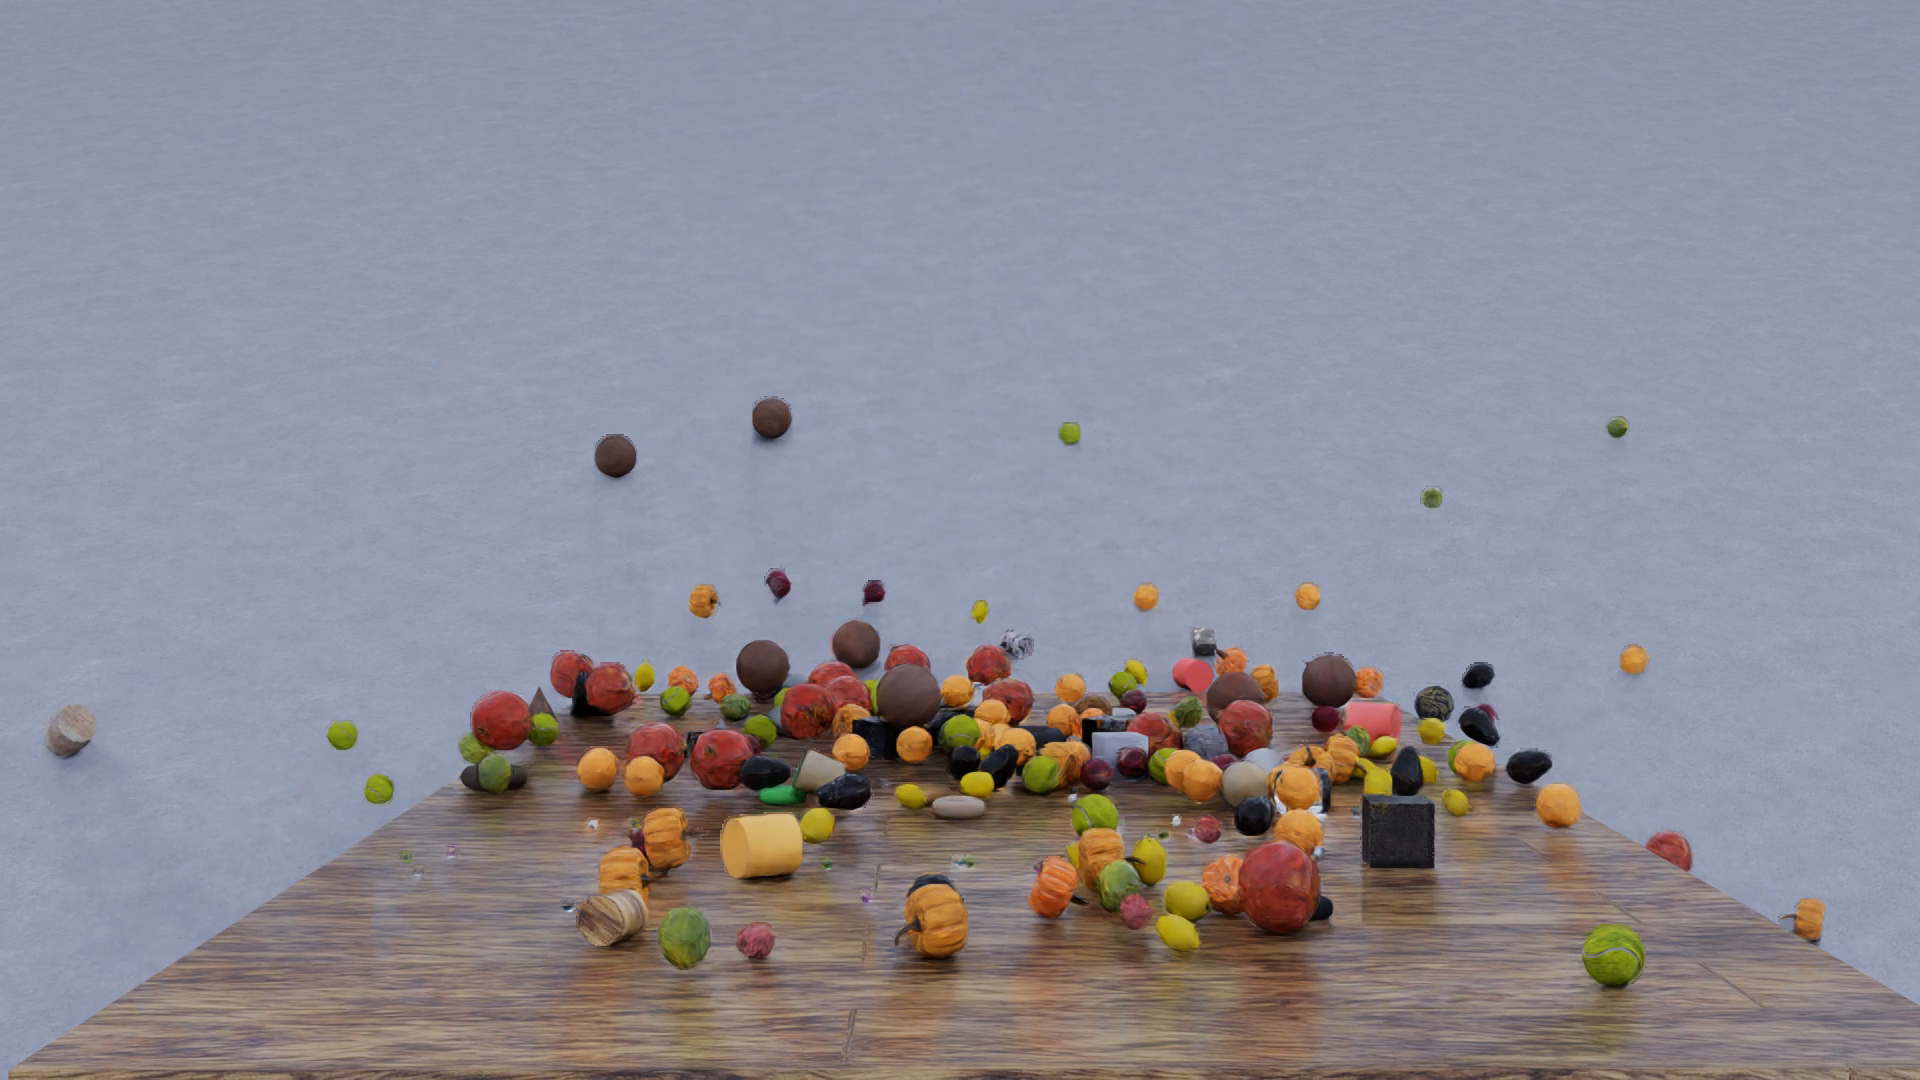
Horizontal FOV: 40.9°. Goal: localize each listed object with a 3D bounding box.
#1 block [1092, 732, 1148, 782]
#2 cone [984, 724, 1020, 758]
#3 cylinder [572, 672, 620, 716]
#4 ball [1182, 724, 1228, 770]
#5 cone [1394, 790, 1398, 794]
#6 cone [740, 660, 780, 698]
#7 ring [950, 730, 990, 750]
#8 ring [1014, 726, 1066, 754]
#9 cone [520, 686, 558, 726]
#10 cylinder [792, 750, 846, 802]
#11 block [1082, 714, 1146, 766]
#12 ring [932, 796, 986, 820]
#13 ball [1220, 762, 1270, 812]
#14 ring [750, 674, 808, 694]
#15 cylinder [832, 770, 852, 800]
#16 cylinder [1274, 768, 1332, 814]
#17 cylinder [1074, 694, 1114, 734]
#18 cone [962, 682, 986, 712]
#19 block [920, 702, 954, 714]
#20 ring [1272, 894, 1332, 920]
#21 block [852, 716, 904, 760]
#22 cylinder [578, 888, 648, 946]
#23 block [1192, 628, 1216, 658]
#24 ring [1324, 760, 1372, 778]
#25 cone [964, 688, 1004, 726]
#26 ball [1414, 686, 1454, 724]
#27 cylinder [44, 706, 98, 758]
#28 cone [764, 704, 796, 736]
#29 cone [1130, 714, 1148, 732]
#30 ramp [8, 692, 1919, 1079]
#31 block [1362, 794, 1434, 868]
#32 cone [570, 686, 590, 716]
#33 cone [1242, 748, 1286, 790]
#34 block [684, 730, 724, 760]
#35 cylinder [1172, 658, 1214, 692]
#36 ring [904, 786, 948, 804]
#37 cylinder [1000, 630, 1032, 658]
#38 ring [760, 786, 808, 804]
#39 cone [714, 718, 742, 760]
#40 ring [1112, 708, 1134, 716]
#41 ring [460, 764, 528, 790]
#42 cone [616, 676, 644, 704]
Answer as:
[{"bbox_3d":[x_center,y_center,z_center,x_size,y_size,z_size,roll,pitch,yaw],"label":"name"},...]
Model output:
[{"bbox_3d":[0.299,0.405,4.823,0.083,0.083,0.083,-1,2,-14],"label":"block"},{"bbox_3d":[0.070,0.418,5.200,0.074,0.074,0.074,-26,-8,-44],"label":"cone"},{"bbox_3d":[-0.839,0.355,5.938,0.090,0.090,0.090,11,22,-13],"label":"cylinder"},{"bbox_3d":[0.470,0.396,4.932,0.087,0.087,0.087,0,24,0],"label":"ball"},{"bbox_3d":[0.714,0.438,4.225,0.058,0.058,0.058,0,2,0],"label":"cone"},{"bbox_3d":[-0.505,0.341,6.377,0.092,0.092,0.092,7,21,-22],"label":"cone"},{"bbox_3d":[0.033,0.413,5.309,0.109,0.036,0.109,-1,2,0],"label":"ring"},{"bbox_3d":[0.145,0.409,5.255,0.141,0.047,0.141,-1,3,0],"label":"ring"},{"bbox_3d":[-0.948,0.371,5.806,0.086,0.086,0.086,0,2,0],"label":"cone"},{"bbox_3d":[-0.244,0.409,4.469,0.072,0.072,0.072,22,25,-3],"label":"cylinder"},{"bbox_3d":[0.300,0.394,5.029,0.092,0.092,0.092,1,2,31],"label":"block"},{"bbox_3d":[-0.002,0.449,4.319,0.092,0.031,0.092,0,3,0],"label":"ring"},{"bbox_3d":[0.484,0.419,4.387,0.085,0.085,0.085,0,24,0],"label":"ball"},{"bbox_3d":[-0.458,0.365,6.514,0.149,0.050,0.149,-1,-2,0],"label":"ring"},{"bbox_3d":[-0.222,0.431,4.538,0.052,0.052,0.052,5,3,11],"label":"cylinder"},{"bbox_3d":[0.578,0.424,4.348,0.076,0.076,0.076,-1,24,-10],"label":"cylinder"},{"bbox_3d":[0.288,0.380,5.568,0.084,0.084,0.084,2,2,5],"label":"cylinder"},{"bbox_3d":[0.023,0.387,6.089,0.077,0.077,0.077,12,34,25],"label":"cone"},{"bbox_3d":[-0.050,0.389,5.622,0.062,0.062,0.062,-1,2,-15],"label":"block"},{"bbox_3d":[0.450,0.482,3.386,0.080,0.027,0.080,1,3,0],"label":"ring"},{"bbox_3d":[-0.164,0.397,5.159,0.077,0.077,0.077,1,2,29],"label":"block"},{"bbox_3d":[-0.432,0.470,3.210,0.063,0.063,0.063,11,6,23],"label":"cylinder"},{"bbox_3d":[0.655,0.274,6.918,0.054,0.054,0.054,-4,52,-3],"label":"block"},{"bbox_3d":[0.730,0.432,4.846,0.087,0.029,0.087,-1,3,0],"label":"ring"},{"bbox_3d":[0.052,0.394,5.787,0.089,0.089,0.089,1,29,2],"label":"cone"},{"bbox_3d":[1.095,0.381,5.951,0.090,0.090,0.090,0,24,0],"label":"ball"},{"bbox_3d":[-2.211,0.476,6.406,0.099,0.099,0.099,-36,-4,43],"label":"cylinder"},{"bbox_3d":[-0.373,0.406,5.557,0.074,0.074,0.074,-19,40,-35],"label":"cone"},{"bbox_3d":[0.361,0.412,5.413,0.065,0.065,0.065,2,29,5],"label":"cone"},{"bbox_3d":[0.056,0.506,4.550,2.000,0.100,4.000,0,2,0],"label":"ramp"},{"bbox_3d":[0.652,0.433,3.835,0.094,0.094,0.094,0,2,1],"label":"block"},{"bbox_3d":[-0.883,0.388,5.986,0.088,0.088,0.088,11,34,24],"label":"cone"},{"bbox_3d":[0.548,0.434,4.642,0.084,0.084,0.084,1,29,3],"label":"cone"},{"bbox_3d":[-0.507,0.408,5.112,0.053,0.053,0.053,1,-5,39],"label":"block"},{"bbox_3d":[0.608,0.351,6.723,0.082,0.082,0.082,-7,6,-16],"label":"cylinder"},{"bbox_3d":[-0.059,0.445,4.492,0.080,0.027,0.080,1,3,0],"label":"ring"},{"bbox_3d":[0.150,0.280,6.926,0.062,0.062,0.062,-20,30,-37],"label":"cylinder"},{"bbox_3d":[-0.308,0.444,4.497,0.083,0.028,0.083,-1,0,0],"label":"ring"},{"bbox_3d":[-0.478,0.395,5.170,0.082,0.082,0.082,0,2,0],"label":"cone"},{"bbox_3d":[0.325,0.395,5.683,0.132,0.044,0.132,-3,-1,0],"label":"ring"},{"bbox_3d":[-0.849,0.432,4.697,0.120,0.040,0.120,1,1,0],"label":"ring"},{"bbox_3d":[-0.805,0.364,6.272,0.068,0.068,0.068,0,2,0],"label":"cone"}]
